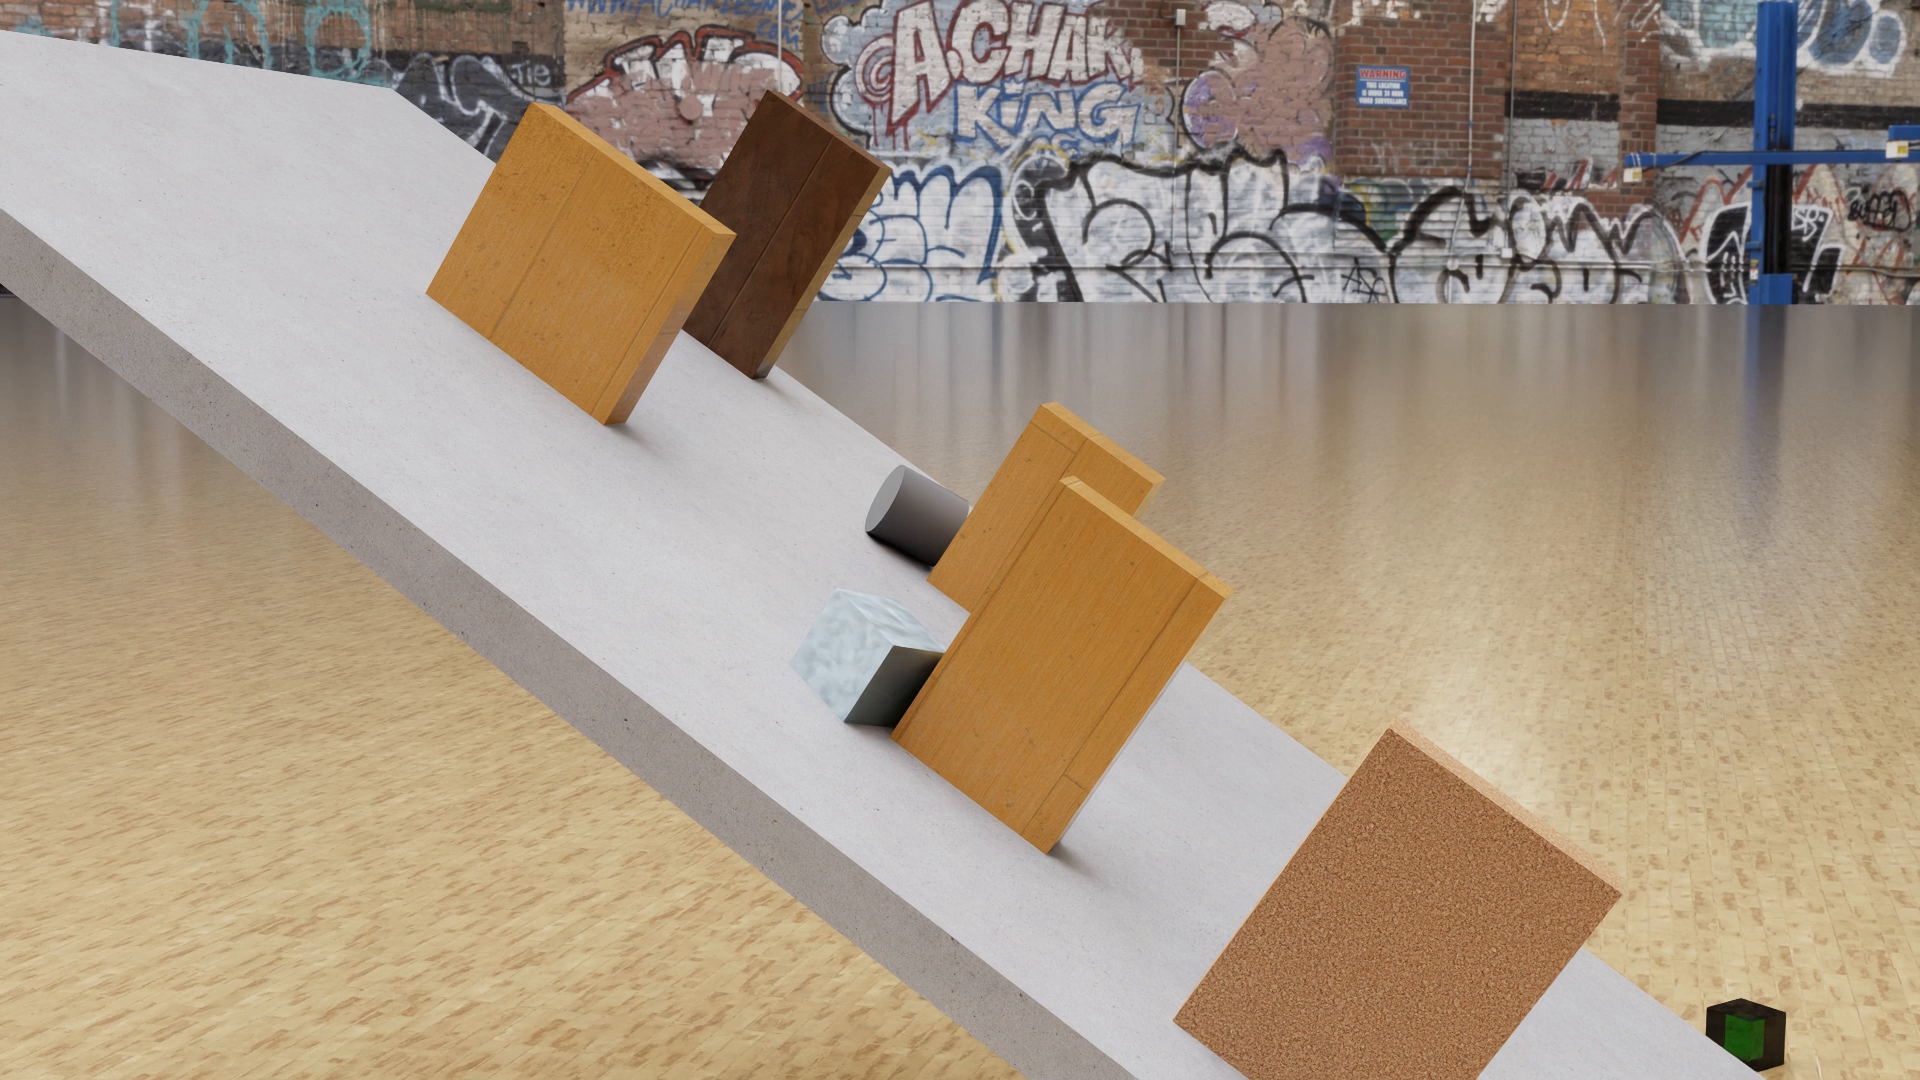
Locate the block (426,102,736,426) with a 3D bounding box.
[{"bbox_3d":[-0.714,-0.517,4.124,0.441,0.423,0.095,36,15,10],"label":"block"}]

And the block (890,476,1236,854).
[{"bbox_3d":[0.159,0.199,3.504,0.316,0.510,0.090,36,15,10],"label":"block"}]

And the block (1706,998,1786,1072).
[{"bbox_3d":[1.846,1.166,5.170,0.126,0.126,0.126,-4,8,-33],"label":"block"}]

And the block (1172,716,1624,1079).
[{"bbox_3d":[0.622,0.590,3.157,0.386,0.547,0.087,36,15,10],"label":"block"}]

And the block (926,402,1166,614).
[{"bbox_3d":[0.170,-0.020,4.365,0.271,0.426,0.117,36,15,10],"label":"block"}]

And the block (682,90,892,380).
[{"bbox_3d":[-0.435,-0.683,4.944,0.315,0.559,0.088,36,15,10],"label":"block"}]

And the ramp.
[{"bbox_3d":[-0.120,0.204,4.096,4.000,0.100,2.000,36,15,10],"label":"ramp"}]

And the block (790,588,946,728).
[{"bbox_3d":[-0.146,0.194,3.584,0.154,0.154,0.154,43,18,34],"label":"block"}]

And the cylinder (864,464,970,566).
[{"bbox_3d":[-0.087,-0.049,4.460,0.154,0.154,0.154,29,-1,-16],"label":"cylinder"}]
